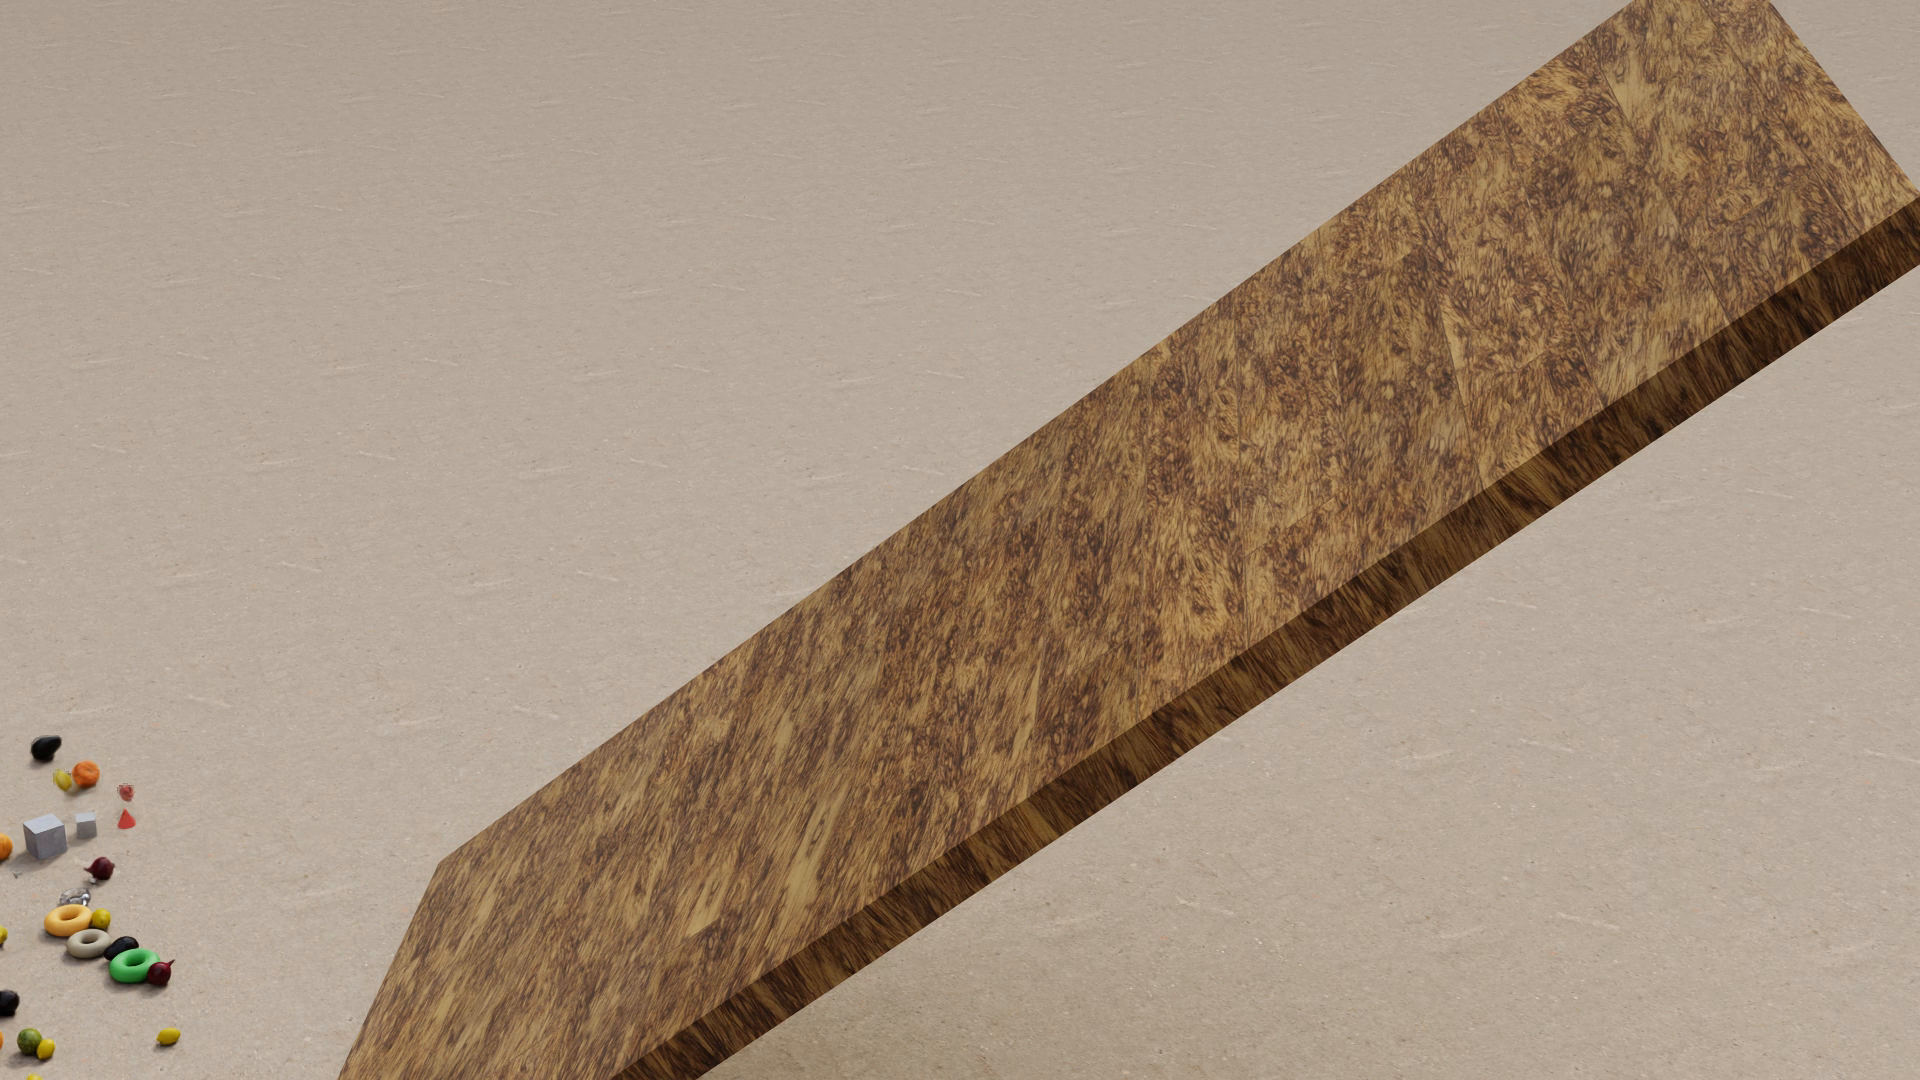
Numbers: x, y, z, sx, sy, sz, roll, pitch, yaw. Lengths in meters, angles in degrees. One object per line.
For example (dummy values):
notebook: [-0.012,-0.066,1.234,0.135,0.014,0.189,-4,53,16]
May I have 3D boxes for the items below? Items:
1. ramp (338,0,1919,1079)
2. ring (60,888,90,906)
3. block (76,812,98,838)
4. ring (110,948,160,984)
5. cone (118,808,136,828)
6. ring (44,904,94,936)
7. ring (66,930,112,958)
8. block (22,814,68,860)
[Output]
ramp: [0.123,0.184,6.336,4.000,0.100,2.000,-36,16,18]
ring: [-2.345,0.949,7.793,0.082,0.027,0.082,-1,25,0]
block: [-2.415,0.789,8.132,0.051,0.051,0.051,-7,24,-16]
ring: [-2.096,1.082,7.469,0.128,0.043,0.128,-1,24,0]
cone: [-2.320,0.768,8.178,0.052,0.052,0.052,0,23,0]
ring: [-2.325,0.993,7.674,0.126,0.042,0.126,-1,23,0]
ring: [-2.243,1.040,7.572,0.112,0.037,0.112,1,23,0]
block: [-2.501,0.811,8.040,0.083,0.083,0.083,-18,30,-36]
